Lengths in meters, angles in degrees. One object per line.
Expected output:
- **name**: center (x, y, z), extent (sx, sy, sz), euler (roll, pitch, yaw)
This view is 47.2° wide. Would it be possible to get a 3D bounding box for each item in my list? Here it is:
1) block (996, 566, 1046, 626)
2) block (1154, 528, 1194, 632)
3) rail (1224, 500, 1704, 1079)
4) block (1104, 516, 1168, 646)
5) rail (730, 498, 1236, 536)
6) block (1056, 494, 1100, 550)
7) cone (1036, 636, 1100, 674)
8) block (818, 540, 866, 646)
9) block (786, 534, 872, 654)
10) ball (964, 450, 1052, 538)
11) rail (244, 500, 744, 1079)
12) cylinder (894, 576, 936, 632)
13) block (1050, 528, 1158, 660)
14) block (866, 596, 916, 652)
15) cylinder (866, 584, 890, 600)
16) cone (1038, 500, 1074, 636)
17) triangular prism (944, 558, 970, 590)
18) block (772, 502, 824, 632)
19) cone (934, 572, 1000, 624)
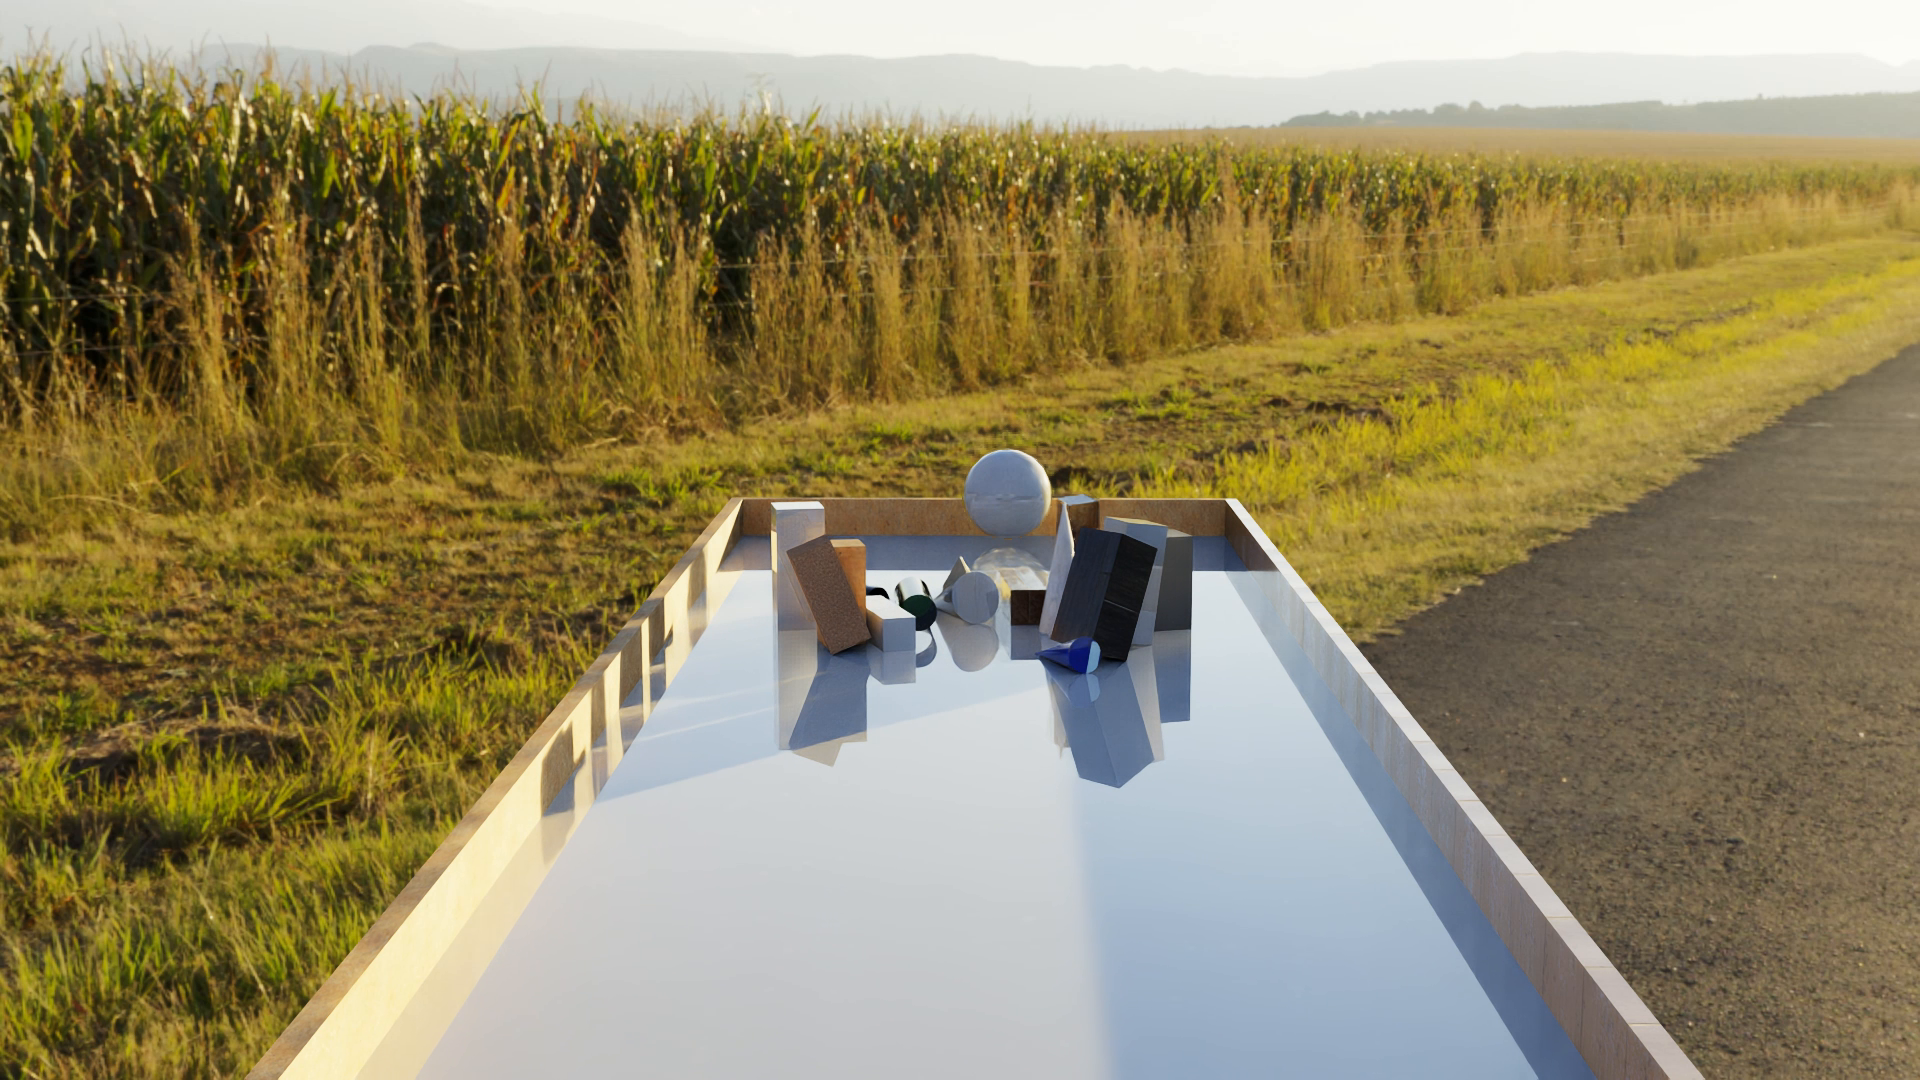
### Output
- **block**: center (0.204, 0.187, 7.452), extent (0.117, 0.117, 0.447), euler (-1, 9, -5)
- **block**: center (0.654, 0.131, 7.202), extent (0.161, 0.307, 0.161), euler (-3, 9, -17)
- **rail**: center (1.046, 0.843, 3.208), extent (0.050, 0.150, 12.000), euler (0, 9, 1)
- **block**: center (0.531, 0.128, 6.933), extent (0.146, 0.379, 0.146), euler (5, 6, -26)
- **rail**: center (0.099, -0.098, 9.147), extent (2.100, 0.150, 0.050), euler (0, 9, 1)
- **block**: center (0.392, 0.064, 7.256), extent (0.105, 0.408, 0.105), euler (-8, 17, -20)
- **cone**: center (0.300, 0.346, 6.655), extent (0.109, 0.109, 0.317), euler (-5, 0, -27)
- **block**: center (-0.376, 0.165, 6.959), extent (0.136, 0.314, 0.136), euler (-2, 10, -12)
- **block**: center (-0.407, 0.168, 6.811), extent (0.133, 0.330, 0.133), euler (-24, 13, -6)
- **ball**: center (0.193, -0.190, 8.930), extent (0.357, 0.357, 0.357), euler (0, 9, 0)
- **rail**: center (-1.004, 0.839, 3.234), extent (0.050, 0.150, 12.000), euler (0, 9, 1)
- **cylinder**: center (-0.149, 0.210, 7.293), extent (0.122, 0.122, 0.331), euler (-1, 9, -5)
- **block**: center (0.439, 0.164, 6.710), extent (0.171, 0.358, 0.171), euler (21, -8, -43)
- **block**: center (-0.248, 0.264, 7.007), extent (0.105, 0.105, 0.393), euler (-3, 9, -18)
- **cylinder**: center (-0.395, 0.192, 7.451), extent (0.109, 0.109, 0.343), euler (-9, 13, -44)
- **cone**: center (0.338, 0.079, 7.107), extent (0.170, 0.436, 0.170), euler (-1, 10, 0)
- **triangular prism**: center (0.018, 0.148, 7.699), extent (0.130, 0.112, 0.424), euler (-1, 9, -4)
- **block**: center (-0.530, 0.085, 7.202), extent (0.157, 0.399, 0.157), euler (-2, 9, -11)
- **cone**: center (-0.030, 0.206, 7.434), extent (0.174, 0.174, 0.377), euler (-4, -3, -26)
